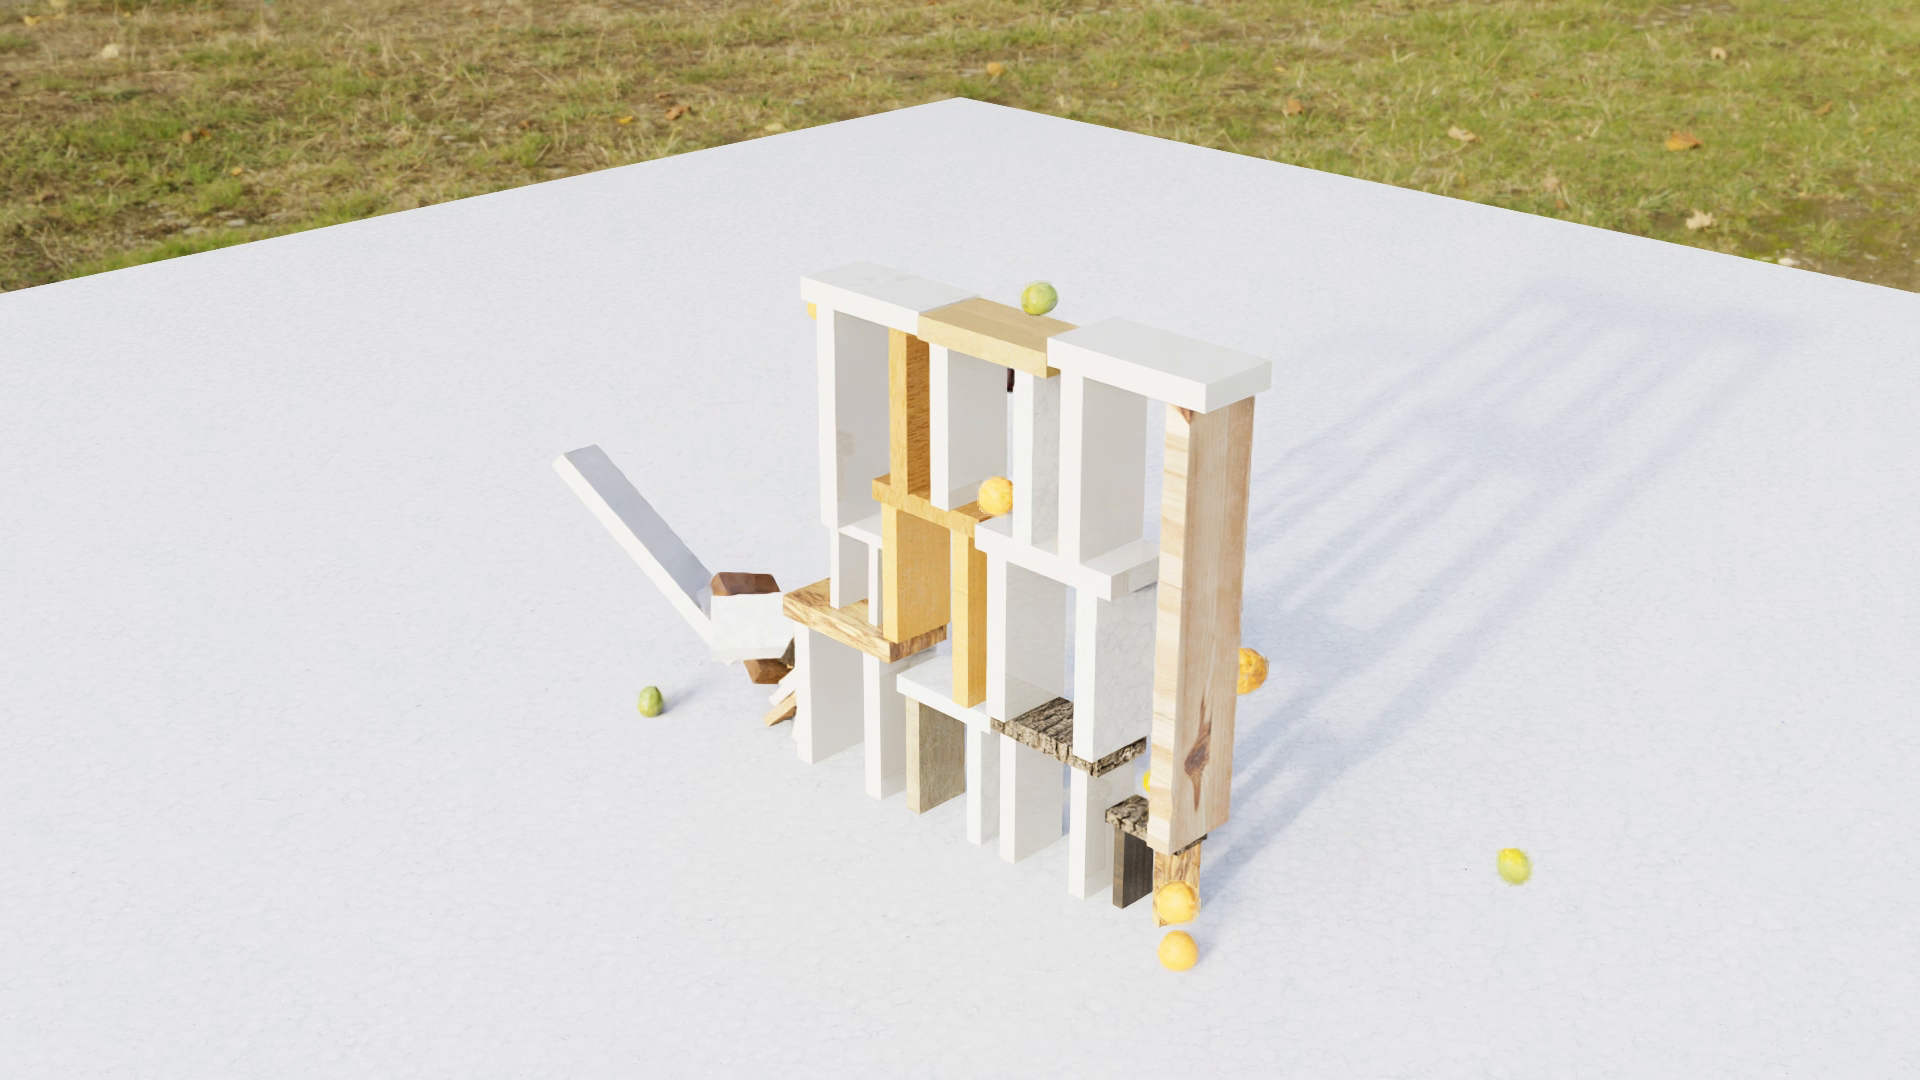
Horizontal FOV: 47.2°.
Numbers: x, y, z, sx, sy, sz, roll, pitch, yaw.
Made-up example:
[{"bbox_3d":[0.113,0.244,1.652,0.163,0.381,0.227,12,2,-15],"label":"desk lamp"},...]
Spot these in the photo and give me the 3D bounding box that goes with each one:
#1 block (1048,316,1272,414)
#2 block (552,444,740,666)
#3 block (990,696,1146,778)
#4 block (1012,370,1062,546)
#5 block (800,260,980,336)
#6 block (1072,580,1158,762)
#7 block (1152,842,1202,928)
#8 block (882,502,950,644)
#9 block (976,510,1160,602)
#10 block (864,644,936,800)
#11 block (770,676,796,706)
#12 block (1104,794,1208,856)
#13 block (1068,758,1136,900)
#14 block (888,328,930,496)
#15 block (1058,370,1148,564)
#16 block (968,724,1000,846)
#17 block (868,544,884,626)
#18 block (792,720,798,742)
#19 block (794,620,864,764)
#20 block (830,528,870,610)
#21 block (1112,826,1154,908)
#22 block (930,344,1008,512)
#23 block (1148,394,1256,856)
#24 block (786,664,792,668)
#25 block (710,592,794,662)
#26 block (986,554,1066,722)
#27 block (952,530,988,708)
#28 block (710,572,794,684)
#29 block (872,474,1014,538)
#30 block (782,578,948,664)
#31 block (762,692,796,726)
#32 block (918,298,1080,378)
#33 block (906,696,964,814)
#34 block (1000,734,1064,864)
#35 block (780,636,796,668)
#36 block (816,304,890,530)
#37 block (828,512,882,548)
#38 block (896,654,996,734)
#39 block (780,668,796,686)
[{"bbox_3d":[0.336,-0.301,3.734,0.175,0.050,0.350,-21,31,-40],"label":"block"},{"bbox_3d":[-0.668,0.030,4.908,0.601,0.041,0.146,48,24,7],"label":"block"},{"bbox_3d":[0.203,0.362,4.157,0.137,0.039,0.274,-21,31,-41],"label":"block"},{"bbox_3d":[0.168,-0.167,3.965,0.160,0.324,0.045,-21,31,-40],"label":"block"},{"bbox_3d":[-0.134,-0.462,4.177,0.323,0.046,0.162,21,31,40],"label":"block"},{"bbox_3d":[0.283,0.223,4.008,0.167,0.334,0.047,-21,31,-41],"label":"block"},{"bbox_3d":[0.400,0.625,4.066,0.086,0.173,0.024,-12,26,-27],"label":"block"},{"bbox_3d":[-0.085,0.046,4.340,0.144,0.289,0.041,-20,30,-40],"label":"block"},{"bbox_3d":[0.205,0.016,4.007,0.167,0.047,0.334,-21,31,-41],"label":"block"},{"bbox_3d":[-0.121,0.357,4.508,0.046,0.322,0.161,21,31,41],"label":"block"},{"bbox_3d":[-0.340,0.307,4.711,0.079,0.022,0.158,-21,-12,-39],"label":"block"},{"bbox_3d":[0.361,0.524,4.051,0.173,0.024,0.086,21,31,40],"label":"block"},{"bbox_3d":[0.269,0.531,4.160,0.039,0.274,0.137,21,31,41],"label":"block"},{"bbox_3d":[-0.059,-0.262,4.178,0.162,0.323,0.046,-21,31,-41],"label":"block"},{"bbox_3d":[0.253,-0.150,3.889,0.050,0.350,0.175,21,31,40],"label":"block"},{"bbox_3d":[0.073,0.462,4.342,0.037,0.258,0.129,21,31,41],"label":"block"},{"bbox_3d":[-0.143,0.079,4.411,0.086,0.173,0.024,-21,33,-41],"label":"block"},{"bbox_3d":[-0.311,0.357,4.719,0.079,0.158,0.022,-21,51,-40],"label":"block"},{"bbox_3d":[-0.271,0.298,4.645,0.161,0.322,0.046,-21,31,-40],"label":"block"},{"bbox_3d":[-0.224,0.047,4.486,0.086,0.173,0.024,-21,33,-41],"label":"block"},{"bbox_3d":[0.326,0.599,4.129,0.024,0.173,0.086,21,31,41],"label":"block"},{"bbox_3d":[0.018,-0.229,4.104,0.045,0.320,0.160,21,31,40],"label":"block"},{"bbox_3d":[0.418,0.145,3.832,0.050,0.846,0.175,22,31,40],"label":"block"},{"bbox_3d":[-0.332,0.244,4.727,0.053,0.106,0.015,10,51,-16],"label":"block"},{"bbox_3d":[-0.395,0.185,4.779,0.292,0.041,0.146,-3,51,-3],"label":"block"},{"bbox_3d":[0.126,0.161,4.154,0.167,0.334,0.047,-21,31,-41],"label":"block"},{"bbox_3d":[0.052,0.134,4.228,0.144,0.362,0.041,-21,31,-41],"label":"block"},{"bbox_3d":[-0.436,0.194,4.870,0.146,0.041,0.292,4,44,-37],"label":"block"},{"bbox_3d":[-0.016,-0.079,4.212,0.289,0.041,0.144,21,31,41],"label":"block"},{"bbox_3d":[-0.197,0.158,4.506,0.322,0.046,0.161,21,31,41],"label":"block"},{"bbox_3d":[-0.358,0.354,4.770,0.079,0.022,0.157,-21,-12,-40],"label":"block"},{"bbox_3d":[0.092,-0.367,3.963,0.320,0.045,0.160,21,31,41],"label":"block"},{"bbox_3d":[-0.049,0.414,4.454,0.037,0.258,0.129,21,31,41],"label":"block"},{"bbox_3d":[0.140,0.480,4.279,0.039,0.274,0.137,21,31,41],"label":"block"},{"bbox_3d":[-0.346,0.241,4.700,0.053,0.106,0.015,23,55,-6],"label":"block"},{"bbox_3d":[-0.204,-0.259,4.339,0.046,0.456,0.162,20,30,38],"label":"block"},{"bbox_3d":[-0.181,-0.027,4.408,0.086,0.024,0.173,-21,31,-41],"label":"block"},{"bbox_3d":[0.011,0.302,4.340,0.258,0.037,0.129,21,31,41],"label":"block"},{"bbox_3d":[-0.340,0.282,4.695,0.053,0.015,0.106,-22,-12,-39],"label":"block"}]
